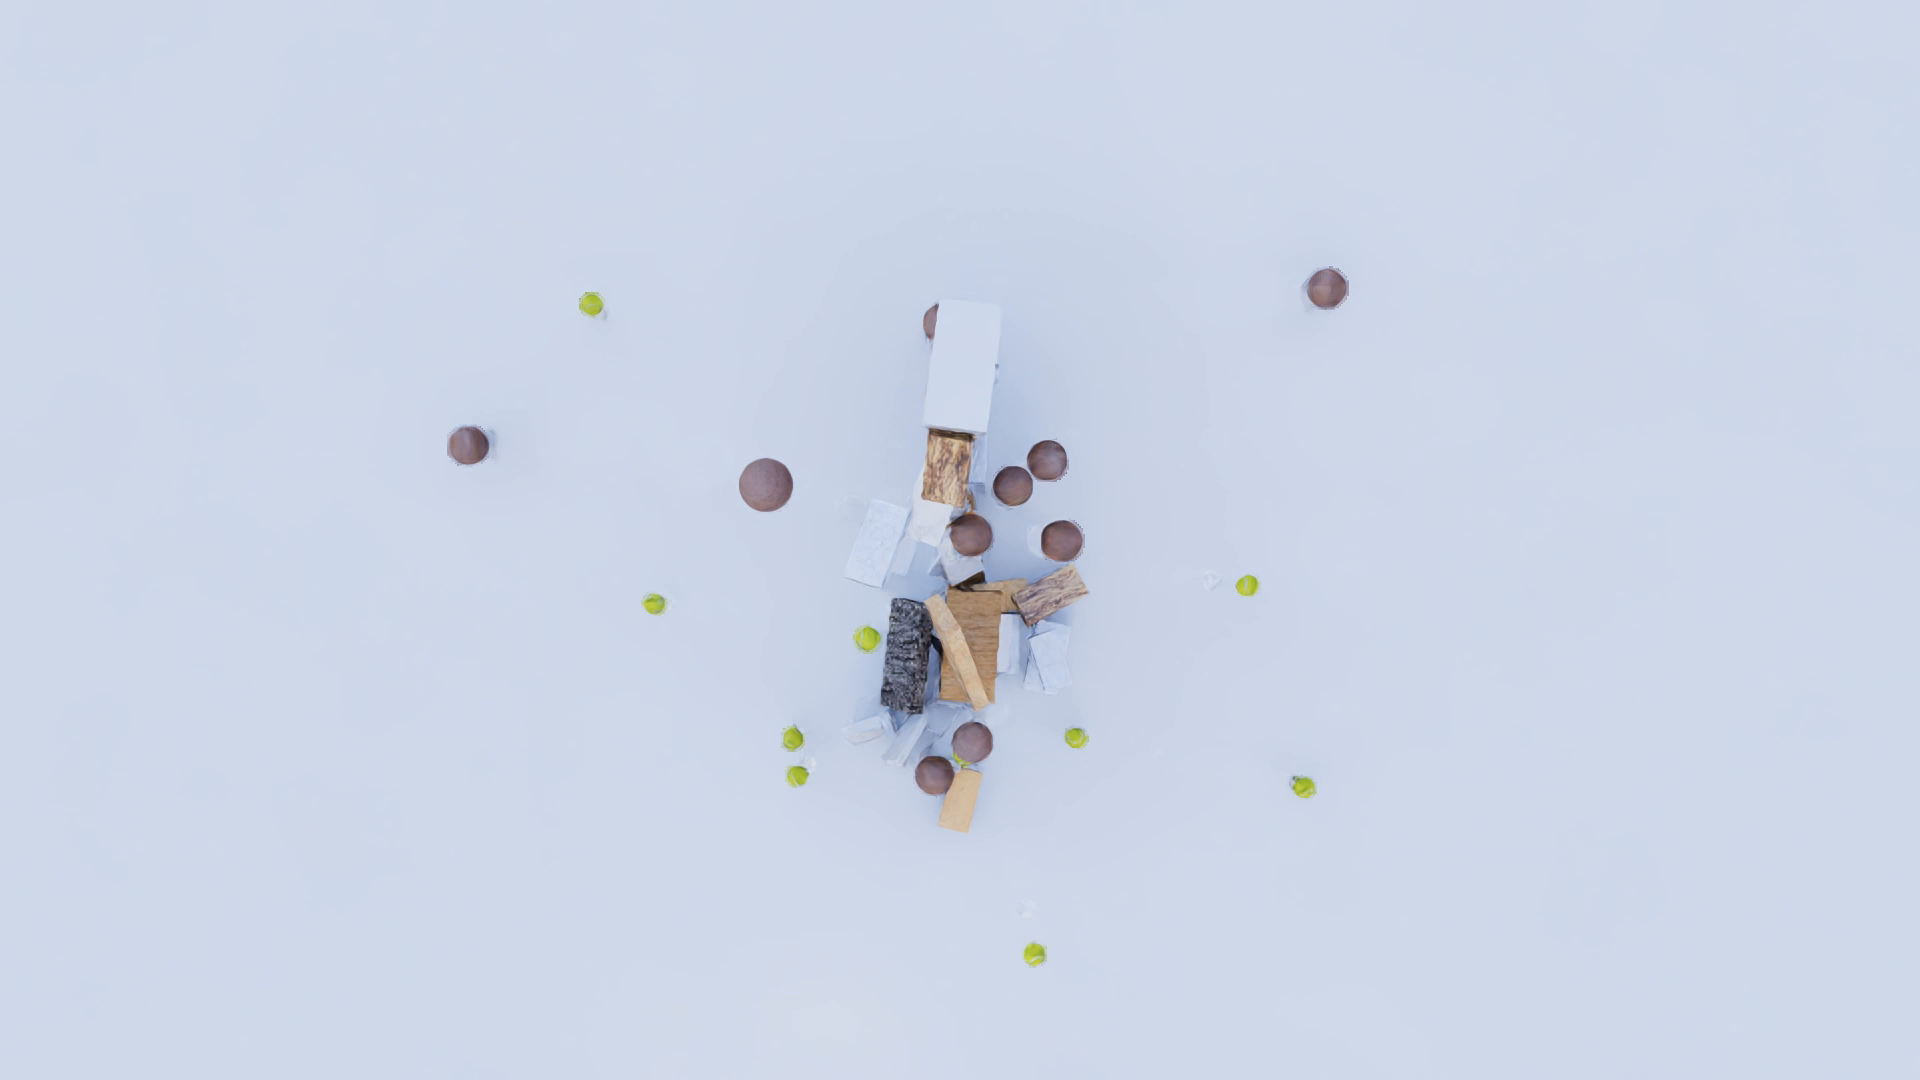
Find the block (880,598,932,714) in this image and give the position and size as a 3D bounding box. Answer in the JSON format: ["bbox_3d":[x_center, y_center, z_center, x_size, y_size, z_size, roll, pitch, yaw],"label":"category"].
[{"bbox_3d":[-0.173,0.378,5.406,0.050,0.178,0.356,5,93,-35],"label":"block"}]

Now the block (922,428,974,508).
[{"bbox_3d":[-0.034,-0.195,4.433,0.118,0.237,0.034,12,45,4],"label":"block"}]

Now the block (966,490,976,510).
[{"bbox_3d":[-0.024,-0.150,5.145,0.104,0.407,0.030,-4,77,7],"label":"block"}]

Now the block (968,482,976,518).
[{"bbox_3d":[0.004,-0.105,5.372,0.092,0.026,0.184,0,117,2],"label":"block"}]

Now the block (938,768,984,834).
[{"bbox_3d":[0.002,0.858,5.456,0.103,0.029,0.206,14,90,0],"label":"block"}]

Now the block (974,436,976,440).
[{"bbox_3d":[-0.008,-0.353,4.867,0.105,0.030,0.210,0,91,0],"label":"block"}]

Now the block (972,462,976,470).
[{"bbox_3d":[-0.007,-0.240,4.991,0.104,0.209,0.030,7,90,0],"label":"block"}]

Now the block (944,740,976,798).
[{"bbox_3d":[-0.001,0.768,5.485,0.103,0.029,0.206,2,90,0],"label":"block"}]

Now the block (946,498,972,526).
[{"bbox_3d":[-0.031,-0.087,4.872,0.121,0.241,0.034,-34,83,0],"label":"block"}]

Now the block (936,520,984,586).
[{"bbox_3d":[-0.003,0.042,5.242,0.121,0.241,0.034,-28,53,-8],"label":"block"}]

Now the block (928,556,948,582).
[{"bbox_3d":[-0.016,0.039,5.419,0.077,0.022,0.229,23,120,-24],"label":"block"}]

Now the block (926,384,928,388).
[{"bbox_3d":[-0.004,-0.384,4.489,0.169,0.338,0.048,1,91,0],"label":"block"}]

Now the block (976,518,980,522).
[{"bbox_3d":[0.004,0.008,5.454,0.092,0.026,0.184,9,111,-2],"label":"block"}]

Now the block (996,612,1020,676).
[{"bbox_3d":[0.145,0.344,5.459,0.101,0.029,0.202,-2,93,-26],"label":"block"}]

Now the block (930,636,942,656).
[{"bbox_3d":[-0.066,0.329,5.442,0.059,0.017,0.118,-33,75,-18],"label":"block"}]

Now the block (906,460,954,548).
[{"bbox_3d":[-0.075,-0.113,4.630,0.123,0.035,0.246,22,110,0],"label":"block"}]

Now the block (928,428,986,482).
[{"bbox_3d":[-0.007,-0.358,5.120,0.179,0.051,0.357,1,91,0],"label":"block"}]

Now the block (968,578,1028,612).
[{"bbox_3d":[0.129,0.188,5.456,0.202,0.029,0.101,-7,90,-17],"label":"block"}]

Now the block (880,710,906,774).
[{"bbox_3d":[-0.220,0.664,5.450,0.028,0.099,0.198,-15,90,1],"label":"block"}]

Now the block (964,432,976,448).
[{"bbox_3d":[-0.019,-0.283,4.468,0.118,0.237,0.034,11,65,0],"label":"block"}]

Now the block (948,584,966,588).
[{"bbox_3d":[-0.014,0.190,5.492,0.059,0.017,0.118,6,90,0],"label":"block"}]

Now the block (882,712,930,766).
[{"bbox_3d":[-0.173,0.644,5.365,0.027,0.095,0.190,40,69,-22],"label":"block"}]

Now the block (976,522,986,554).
[{"bbox_3d":[0.035,0.007,5.376,0.077,0.022,0.154,1,126,-10],"label":"block"}]

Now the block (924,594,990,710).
[{"bbox_3d":[-0.008,0.351,5.113,0.050,0.178,0.356,-26,132,-7],"label":"block"}]

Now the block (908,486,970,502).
[{"bbox_3d":[-0.058,-0.133,4.784,0.123,0.247,0.035,-34,80,12],"label":"block"}]

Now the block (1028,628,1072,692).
[{"bbox_3d":[0.298,0.399,5.448,0.095,0.027,0.190,-18,93,-5],"label":"block"}]

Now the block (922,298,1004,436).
[{"bbox_3d":[0.008,-0.452,4.300,0.169,0.048,0.338,8,84,0],"label":"block"}]

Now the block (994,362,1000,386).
[{"bbox_3d":[0.014,-0.529,4.912,0.169,1.184,0.048,1,100,-1],"label":"block"}]

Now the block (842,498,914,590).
[{"bbox_3d":[-0.228,0.012,4.601,0.118,0.034,0.237,16,78,20],"label":"block"}]

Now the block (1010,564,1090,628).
[{"bbox_3d":[0.298,0.182,5.455,0.234,0.033,0.117,-28,84,-12],"label":"block"}]

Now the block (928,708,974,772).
[{"bbox_3d":[-0.030,0.657,5.452,0.103,0.029,0.206,10,77,14],"label":"block"}]

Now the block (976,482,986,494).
[{"bbox_3d":[-0.006,-0.233,5.323,0.179,0.357,0.051,-1,70,0],"label":"block"}]

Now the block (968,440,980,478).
[{"bbox_3d":[-0.019,-0.239,4.730,0.123,0.246,0.035,10,112,4],"label":"block"}]

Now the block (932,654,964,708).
[{"bbox_3d":[-0.031,0.453,5.445,0.099,0.028,0.198,6,65,0],"label":"block"}]

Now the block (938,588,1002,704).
[{"bbox_3d":[0.034,0.343,5.353,0.178,0.050,0.363,4,98,-3],"label":"block"}]

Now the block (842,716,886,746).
[{"bbox_3d":[-0.304,0.611,5.265,0.117,0.464,0.033,-19,81,-3],"label":"block"}]

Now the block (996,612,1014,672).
[{"bbox_3d":[0.116,0.333,5.398,0.095,0.027,0.190,4,98,-7],"label":"block"}]

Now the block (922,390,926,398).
[{"bbox_3d":[-0.062,-0.414,4.986,0.030,0.210,0.105,-44,92,6],"label":"block"}]

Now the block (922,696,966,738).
[{"bbox_3d":[-0.046,0.544,5.451,0.099,0.028,0.198,33,77,16],"label":"block"}]

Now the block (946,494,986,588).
[{"bbox_3d":[0.000,0.009,5.288,0.121,0.431,0.034,-9,53,1],"label":"block"}]

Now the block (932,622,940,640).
[{"bbox_3d":[-0.030,0.292,5.429,0.202,0.029,0.101,36,75,9],"label":"block"}]

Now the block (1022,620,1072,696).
[{"bbox_3d":[0.288,0.390,5.478,0.117,0.033,0.234,12,90,-5],"label":"block"}]
